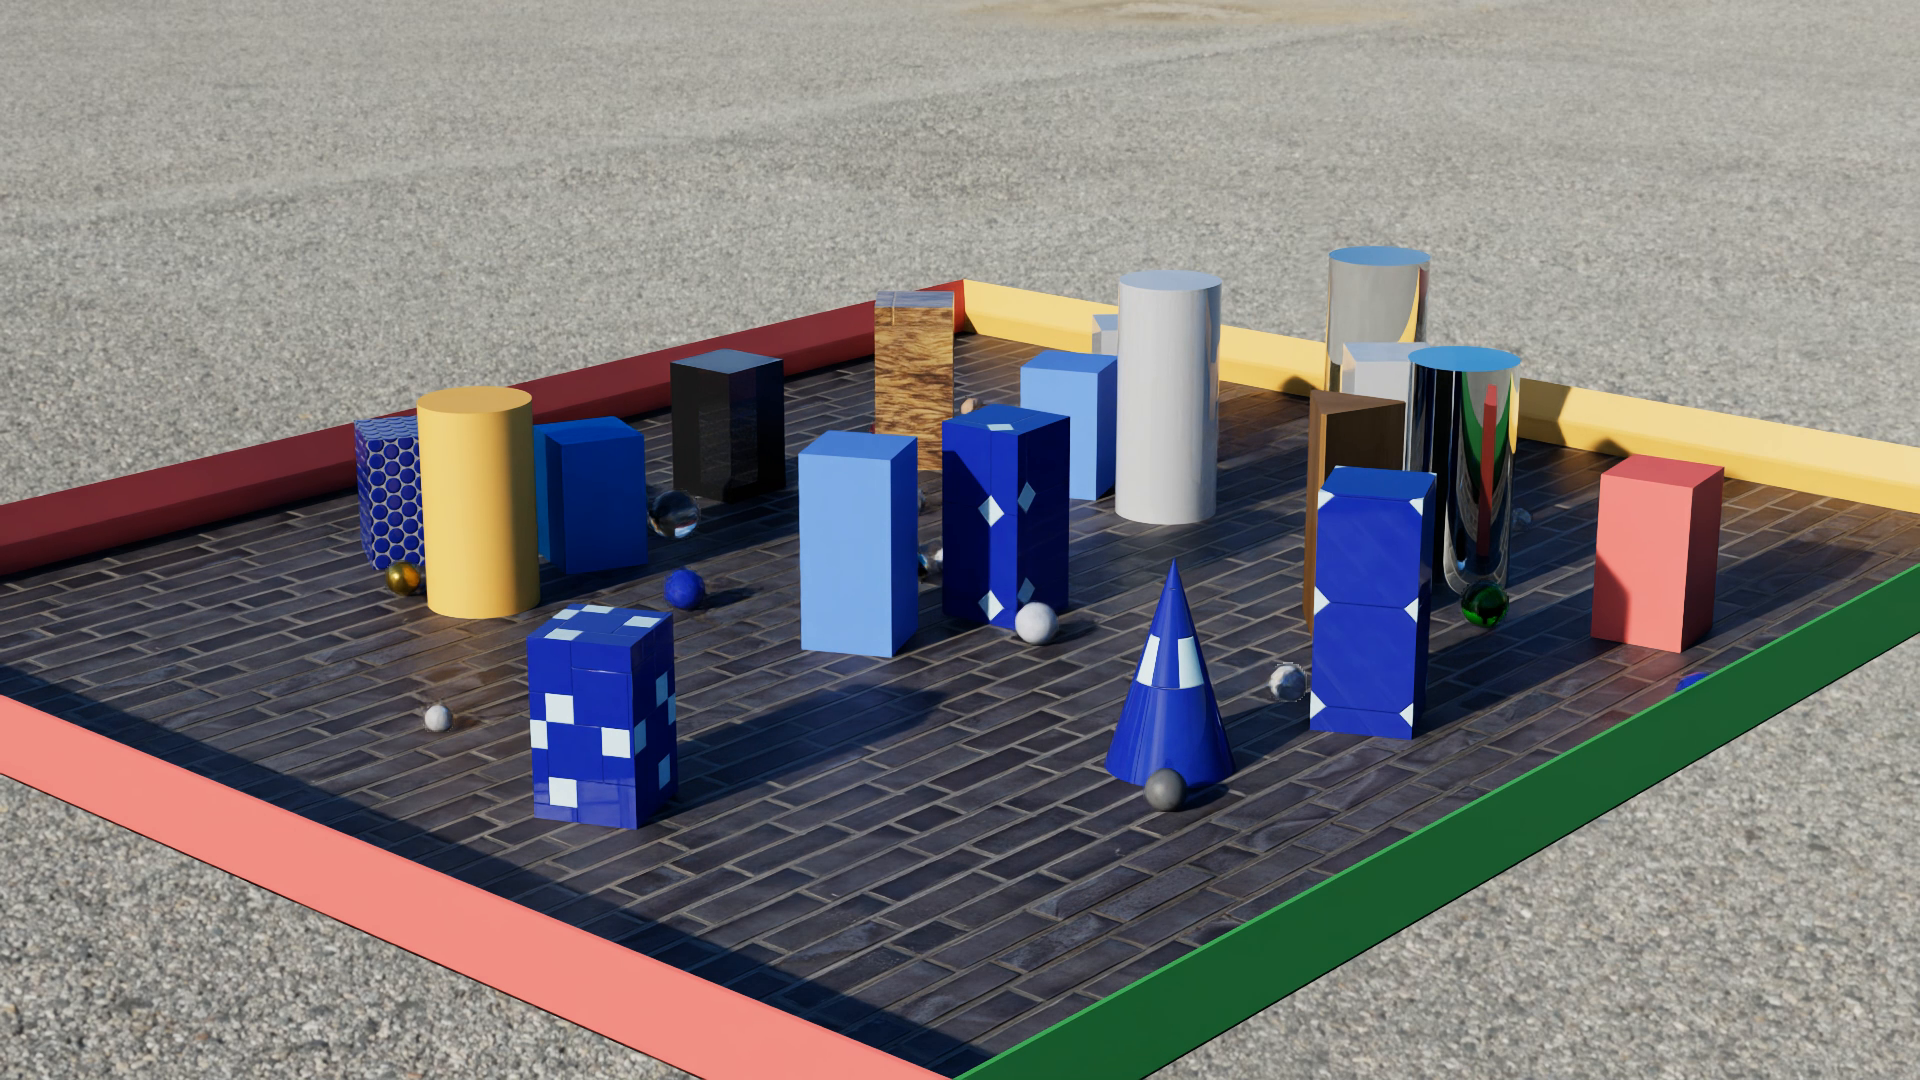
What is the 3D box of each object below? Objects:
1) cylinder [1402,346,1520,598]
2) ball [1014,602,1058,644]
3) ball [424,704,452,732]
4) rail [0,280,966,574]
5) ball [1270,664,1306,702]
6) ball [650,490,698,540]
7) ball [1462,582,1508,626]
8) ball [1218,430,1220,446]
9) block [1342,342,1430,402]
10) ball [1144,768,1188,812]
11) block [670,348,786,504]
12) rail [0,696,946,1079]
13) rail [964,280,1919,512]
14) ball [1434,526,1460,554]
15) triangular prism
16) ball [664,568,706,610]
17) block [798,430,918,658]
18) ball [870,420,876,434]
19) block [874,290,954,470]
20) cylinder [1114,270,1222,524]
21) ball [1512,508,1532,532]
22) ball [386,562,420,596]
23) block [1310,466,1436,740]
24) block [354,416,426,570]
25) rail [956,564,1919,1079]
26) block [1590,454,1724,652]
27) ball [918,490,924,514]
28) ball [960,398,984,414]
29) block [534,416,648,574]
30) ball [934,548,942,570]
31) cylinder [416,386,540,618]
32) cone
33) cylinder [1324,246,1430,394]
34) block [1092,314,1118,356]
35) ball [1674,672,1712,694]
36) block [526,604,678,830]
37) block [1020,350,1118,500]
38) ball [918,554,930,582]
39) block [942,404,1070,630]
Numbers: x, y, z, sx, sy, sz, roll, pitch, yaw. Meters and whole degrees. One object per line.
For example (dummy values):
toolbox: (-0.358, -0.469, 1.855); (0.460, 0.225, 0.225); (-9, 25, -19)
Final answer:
cylinder: (0.876, -0.122, 5.151); (0.194, 0.404, 0.194); (0, 17, 0)
ball: (0.127, 0.138, 4.866); (0.072, 0.072, 0.072); (0, 17, 0)
ball: (-0.795, 0.272, 4.472); (0.042, 0.042, 0.042); (0, 17, 0)
rail: (-1.010, -0.222, 5.960); (0.045, 0.126, 3.162); (14, 22, 39)
ball: (0.515, 0.225, 4.605); (0.057, 0.057, 0.057); (0, 17, 0)
ball: (-0.531, -0.047, 5.445); (0.091, 0.091, 0.091); (0, 17, 0)
ball: (0.886, 0.109, 4.955); (0.076, 0.076, 0.076); (0, 17, 0)
ball: (0.485, -0.208, 5.979); (0.091, 0.091, 0.091); (0, 17, 0)
block: (0.788, -0.173, 5.403); (0.155, 0.356, 0.155); (0, 17, -1)
ball: (0.293, 0.355, 4.165); (0.061, 0.061, 0.061); (0, 17, 0)
block: (-0.454, -0.225, 5.744); (0.155, 0.259, 0.155); (13, 21, 37)
rail: (-1.021, 0.371, 3.994); (2.724, 0.126, 0.045); (14, 22, 39)
rail: (1.021, -0.308, 6.246); (2.724, 0.126, 0.045); (14, 22, 39)
ball: (0.886, 0.001, 5.353); (0.053, 0.053, 0.053); (0, 17, 0)
triangular prism: (0.629, -0.048, 4.931); (0.168, 0.390, 0.146); (-9, 19, -28)
ball: (-0.473, 0.085, 5.042); (0.071, 0.071, 0.071); (0, 17, 0)
block: (-0.166, 0.005, 4.851); (0.155, 0.335, 0.155); (5, 17, 15)
ball: (-0.161, -0.224, 6.094); (0.056, 0.056, 0.056); (0, 17, 0)
block: (-0.091, -0.324, 5.942); (0.155, 0.334, 0.155); (0, 17, 1)
cylinder: (0.395, -0.273, 5.571); (0.194, 0.450, 0.194); (0, 17, 0)
ball: (1.049, -0.038, 5.498); (0.043, 0.043, 0.043); (0, 17, 0)
ball: (-0.972, 0.067, 5.120); (0.060, 0.060, 0.060); (0, 17, 0)
block: (0.631, 0.094, 4.480); (0.155, 0.378, 0.155); (5, 17, 16)
block: (-1.005, -0.089, 5.327); (0.155, 0.240, 0.155); (-6, 18, -18)
rail: (1.010, 0.285, 4.280); (0.045, 0.126, 3.162); (14, 22, 39)
block: (1.163, 0.020, 4.891); (0.155, 0.282, 0.155); (11, 20, 31)
ball: (-0.097, -0.074, 5.589); (0.059, 0.059, 0.059); (0, 17, 0)
ball: (0.028, -0.278, 6.279); (0.052, 0.052, 0.052); (0, 17, 0)
block: (-0.668, -0.082, 5.304); (0.155, 0.240, 0.155); (-8, 19, -25)
ball: (-0.023, 0.035, 5.252); (0.046, 0.046, 0.046); (0, 17, 0)
cylinder: (-0.826, -0.066, 5.043); (0.194, 0.360, 0.194); (0, 17, 0)
cone: (0.311, 0.178, 4.297); (0.194, 0.323, 0.194); (0, 17, 0)
cylinder: (0.805, -0.319, 5.687); (0.194, 0.472, 0.194); (0, 17, 0)
block: (0.357, -0.318, 6.038); (0.155, 0.268, 0.155); (-1, 17, -4)
ball: (1.139, 0.242, 4.511); (0.078, 0.078, 0.078); (0, 17, 0)
block: (-0.505, 0.248, 4.156); (0.155, 0.270, 0.155); (5, 17, 16)
block: (0.217, -0.227, 5.760); (0.155, 0.254, 0.155); (6, 18, 19)
ball: (-0.081, 0.050, 5.188); (0.055, 0.055, 0.055); (0, 17, 0)
block: (0.078, -0.042, 4.996); (0.155, 0.340, 0.155); (12, 20, 34)
